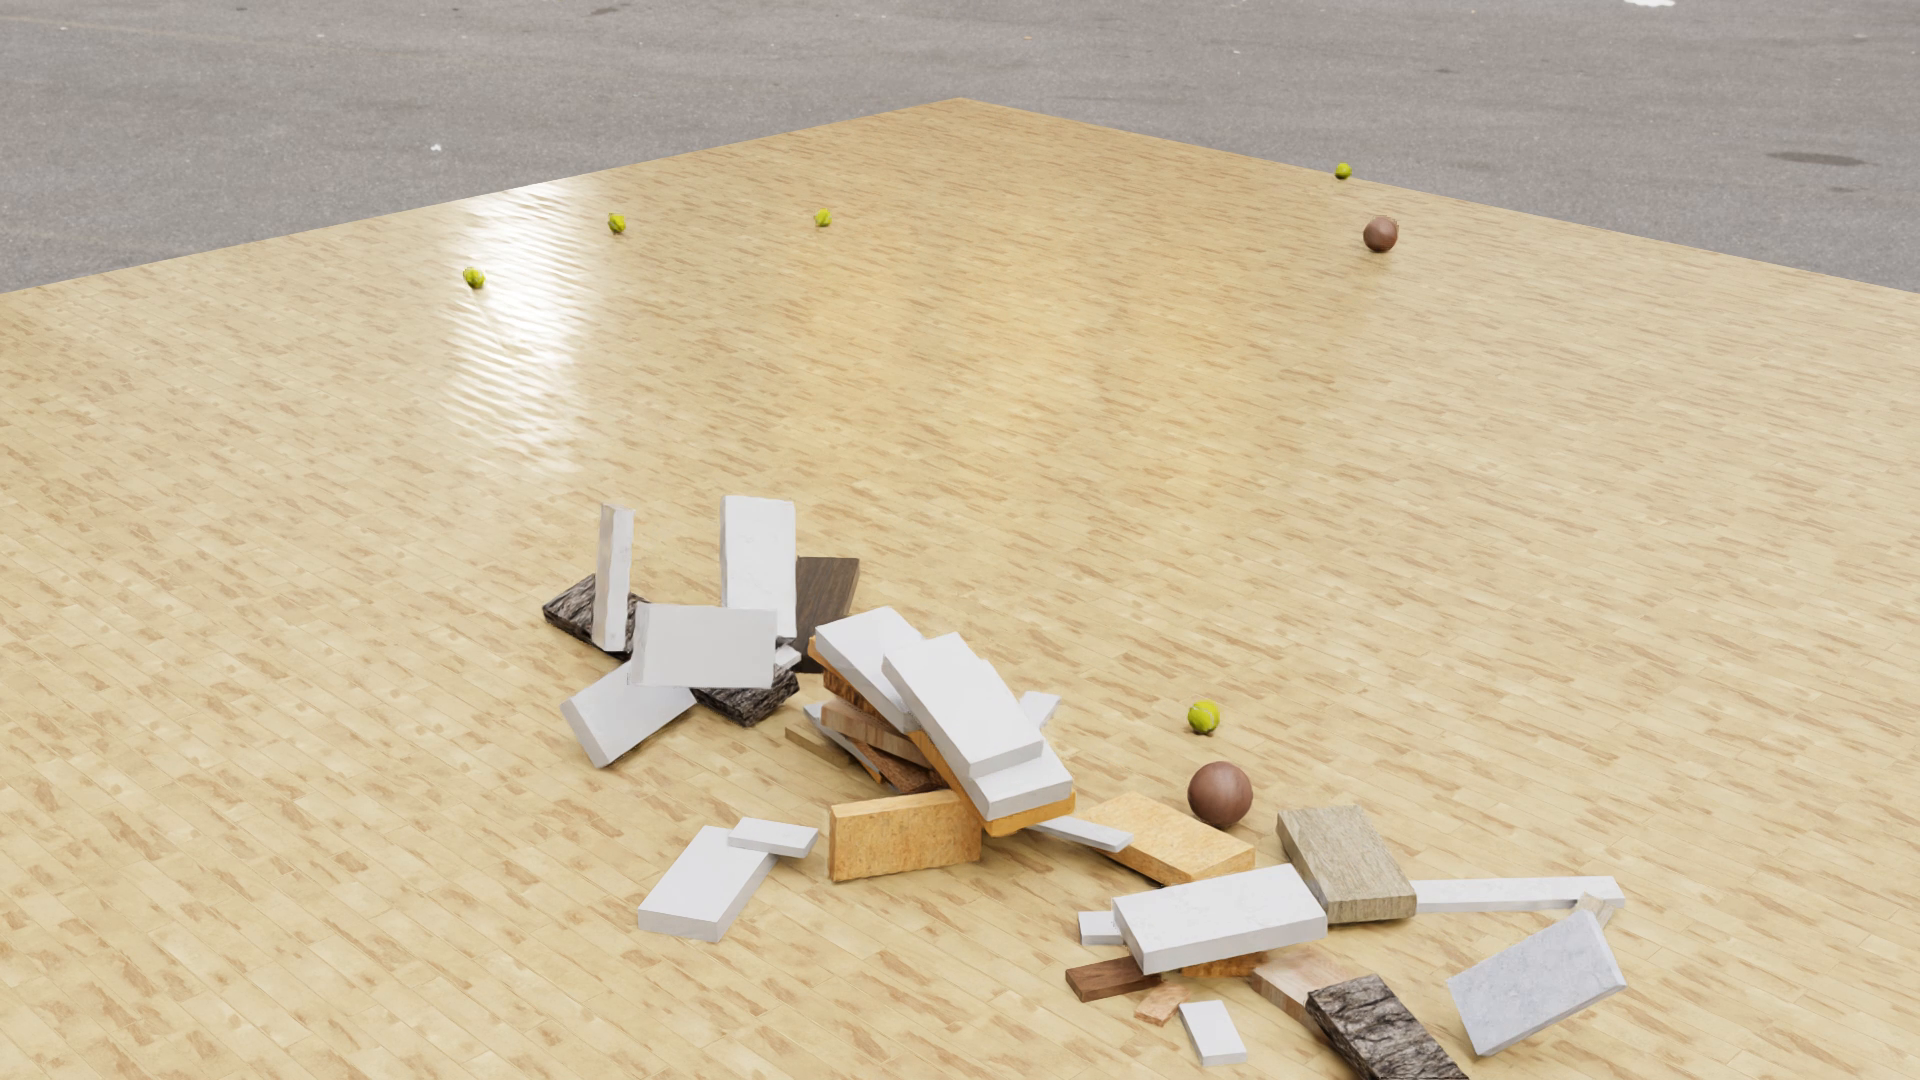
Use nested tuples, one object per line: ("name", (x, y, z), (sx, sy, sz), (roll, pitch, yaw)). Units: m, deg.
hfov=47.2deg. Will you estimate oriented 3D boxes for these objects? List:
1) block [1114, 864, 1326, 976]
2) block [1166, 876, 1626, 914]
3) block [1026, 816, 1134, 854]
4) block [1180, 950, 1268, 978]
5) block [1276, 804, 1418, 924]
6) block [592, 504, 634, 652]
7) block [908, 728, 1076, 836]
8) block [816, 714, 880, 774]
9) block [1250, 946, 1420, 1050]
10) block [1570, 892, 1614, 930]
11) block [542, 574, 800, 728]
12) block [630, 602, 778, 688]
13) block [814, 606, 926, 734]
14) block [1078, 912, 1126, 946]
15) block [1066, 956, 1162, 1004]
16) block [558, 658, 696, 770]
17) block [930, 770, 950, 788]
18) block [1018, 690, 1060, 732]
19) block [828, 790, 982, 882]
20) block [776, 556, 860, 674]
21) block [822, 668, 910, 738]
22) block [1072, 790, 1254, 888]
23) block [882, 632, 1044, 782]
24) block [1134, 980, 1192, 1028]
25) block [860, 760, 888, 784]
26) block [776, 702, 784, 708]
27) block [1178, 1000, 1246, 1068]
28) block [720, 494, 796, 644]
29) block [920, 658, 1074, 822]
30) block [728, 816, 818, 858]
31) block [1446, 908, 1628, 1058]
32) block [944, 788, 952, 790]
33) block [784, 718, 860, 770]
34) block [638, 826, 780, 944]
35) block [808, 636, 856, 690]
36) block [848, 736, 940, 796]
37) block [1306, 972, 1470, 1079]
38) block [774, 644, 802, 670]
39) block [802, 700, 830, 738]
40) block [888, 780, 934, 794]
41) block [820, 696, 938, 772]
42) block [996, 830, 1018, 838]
("block", (0.460, 0.670, 3.901), (0.338, 0.048, 0.169), (-9, 27, -12))
("block", (0.819, 0.673, 4.145), (0.854, 0.022, 0.079), (-1, 23, -2))
("block", (0.168, 0.555, 4.332), (0.392, 0.016, 0.055), (10, 25, 40))
("block", (0.473, 0.755, 3.953), (0.158, 0.022, 0.079), (0, 23, 0))
("block", (0.733, 0.614, 4.195), (0.169, 0.048, 0.338), (-3, 23, -8))
("block", (-0.779, 0.082, 4.933), (0.045, 0.315, 0.158), (4, 4, -20))
("block", (0.058, 0.432, 4.272), (0.178, 0.050, 0.356), (-13, 34, -24))
("block", (-0.203, 0.411, 4.619), (0.190, 0.027, 0.095), (34, 41, 29))
("block", (0.648, 0.804, 3.817), (0.136, 0.039, 0.273), (-15, 27, -32))
("block", (1.158, 0.701, 4.056), (0.063, 0.018, 0.127), (27, 35, 20))
("block", (-0.679, 0.245, 5.067), (0.157, 0.045, 0.773), (-35, 39, -31))
("block", (-0.524, 0.219, 4.531), (0.329, 0.164, 0.047), (5, 0, -43))
("block", (-0.130, 0.258, 4.454), (0.178, 0.050, 0.356), (-16, 35, -28))
("block", (0.299, 0.714, 4.050), (0.158, 0.022, 0.079), (-1, 23, -2))
("block", (0.272, 0.777, 3.903), (0.152, 0.022, 0.076), (-8, 24, -19))
("block", (-0.712, 0.353, 4.732), (0.045, 0.158, 0.315), (-29, 4, 36))
("block", (0.054, 0.477, 4.431), (0.211, 0.030, 0.106), (10, 25, 39))
("block", (0.160, 0.380, 4.837), (0.078, 0.022, 0.157), (8, 24, 19))
("block", (-0.103, 0.564, 4.226), (0.295, 0.148, 0.042), (-6, 29, -18))
("block", (-0.353, 0.174, 5.293), (0.158, 0.045, 0.567), (2, 23, 4))
("block", (-0.057, 0.357, 4.491), (0.480, 0.042, 0.148), (27, 33, 33))
("block", (0.391, 0.588, 4.279), (0.169, 0.048, 0.337), (-17, 24, -36))
("block", (0.003, 0.314, 4.203), (0.164, 0.047, 0.329), (-16, 45, -28))
("block", (0.354, 0.808, 3.836), (0.055, 0.016, 0.111), (14, 27, 29))
("block", (-0.177, 0.436, 4.640), (0.095, 0.027, 0.190), (-15, 42, -31))
("block", (-0.446, 0.343, 4.929), (0.063, 0.018, 0.125), (-11, 25, -24))
("block", (0.430, 0.841, 3.752), (0.076, 0.022, 0.152), (-4, 23, -9))
("block", (-0.461, 0.066, 5.020), (0.164, 0.329, 0.047), (6, -21, -22))
("block", (0.051, 0.377, 4.211), (0.178, 0.050, 0.356), (-13, 43, -25))
("block", (-0.361, 0.576, 4.260), (0.157, 0.022, 0.078), (7, 24, 16))
("block", (0.959, 0.740, 3.670), (0.039, 0.273, 0.136), (24, 39, -48))
("block", (0.082, 0.513, 4.412), (0.211, 0.030, 0.106), (9, 25, 39))
("block", (-0.280, 0.430, 4.713), (0.095, 0.027, 0.190), (-20, 30, -38))
("block", (-0.473, 0.649, 4.174), (0.157, 0.045, 0.315), (7, 24, 16))
("block", (-0.165, 0.264, 4.546), (0.148, 0.042, 0.295), (-19, 38, -38))
("block", (-0.126, 0.444, 4.542), (0.106, 0.030, 0.211), (-18, 46, -36))
("block", (0.706, 0.836, 3.652), (0.136, 0.039, 0.273), (-10, 33, -22))
("block", (-0.425, 0.284, 4.972), (0.125, 0.018, 0.063), (-33, 36, -22))
("block", (-0.286, 0.386, 4.757), (0.063, 0.018, 0.125), (-11, 26, -25))
("block", (-0.101, 0.511, 4.539), (0.091, 0.013, 0.045), (21, 31, 40))
("block", (-0.112, 0.382, 4.537), (0.315, 0.045, 0.158), (19, 30, 26))
("block", (0.075, 0.566, 4.410), (0.045, 0.013, 0.091), (-9, 25, -20))
